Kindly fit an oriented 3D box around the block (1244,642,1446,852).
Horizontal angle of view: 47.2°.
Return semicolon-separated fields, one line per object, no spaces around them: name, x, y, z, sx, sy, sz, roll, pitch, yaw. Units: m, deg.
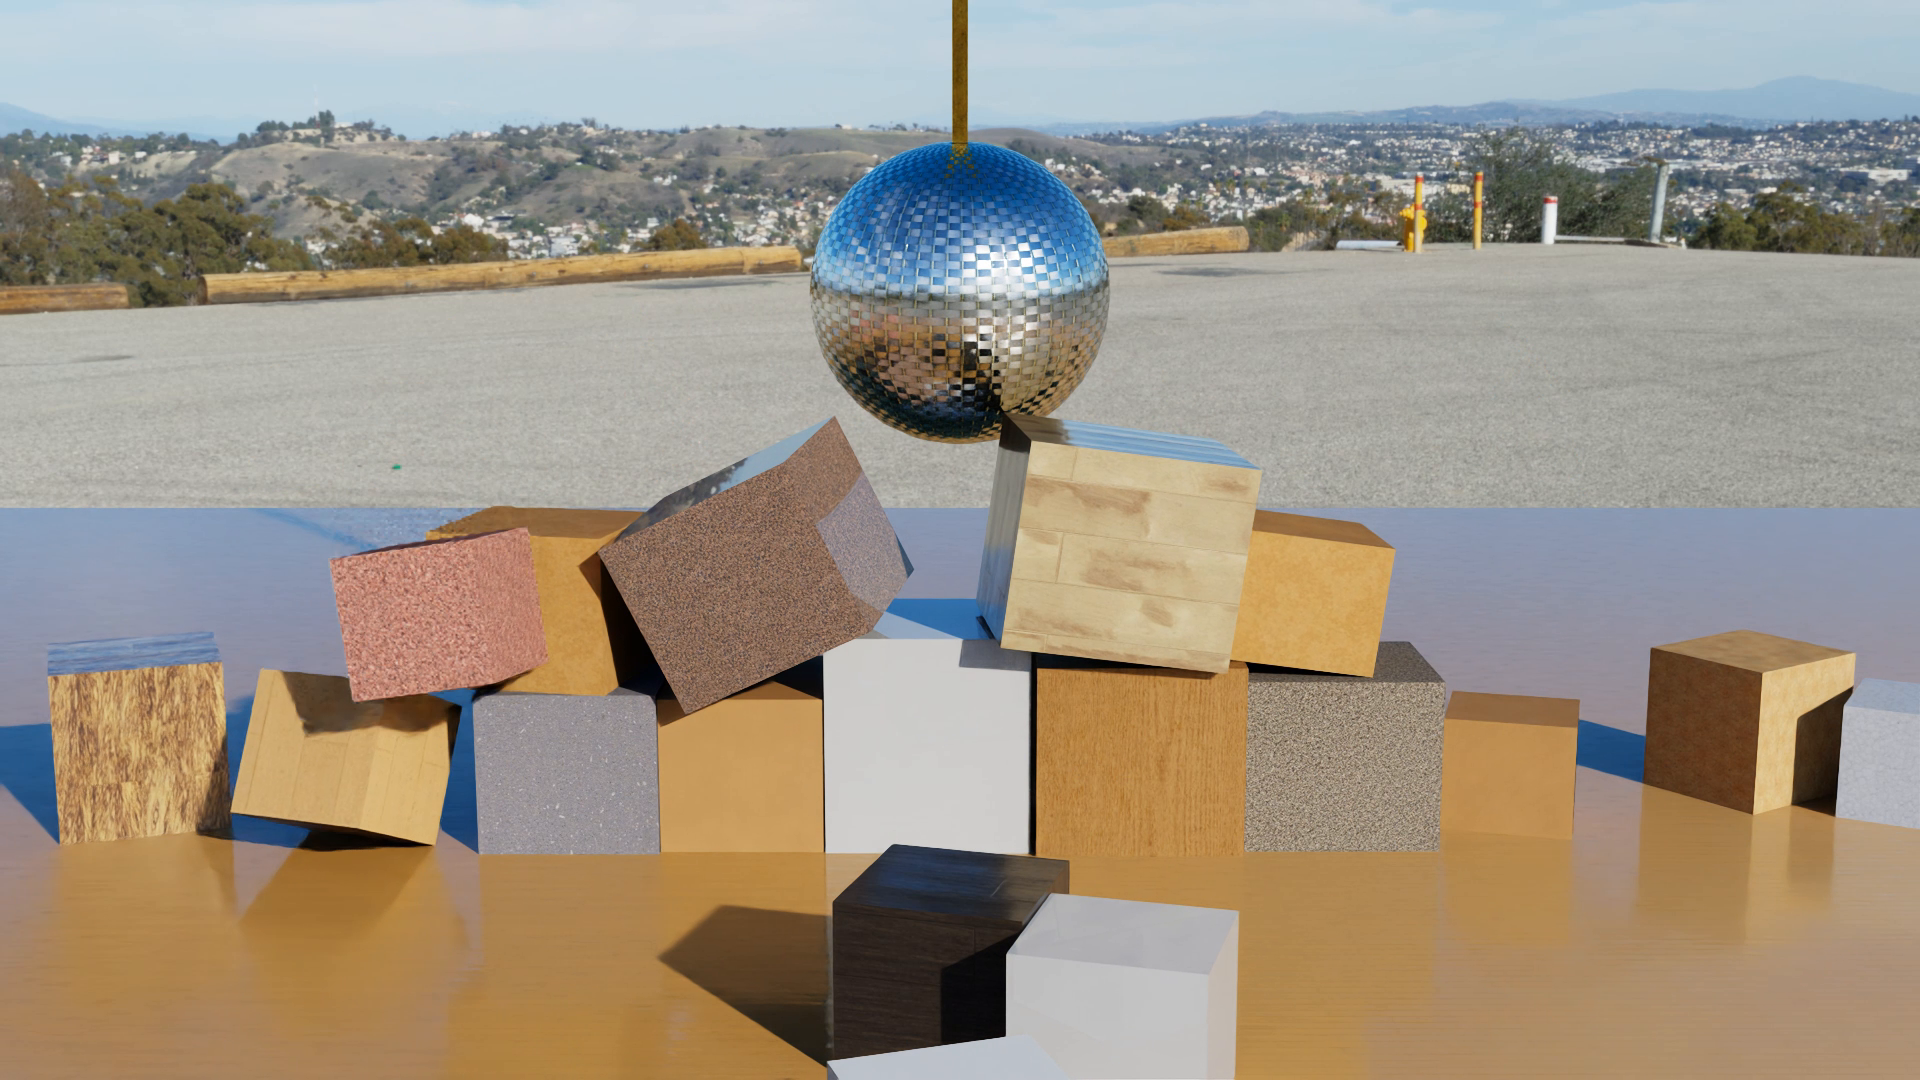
block;1.908;1.049;11.365;0.977;0.869;0.905;0;10;0

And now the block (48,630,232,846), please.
block;-4.298;1.017;11.513;0.827;0.879;0.774;-4;11;-22

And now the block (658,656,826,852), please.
block;-1.084;1.089;11.385;0.818;0.784;0.944;0;10;0

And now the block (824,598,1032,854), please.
block;-0.158;0.938;11.348;1.020;1.095;0.967;0;10;0

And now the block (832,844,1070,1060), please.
block;-0.022;1.653;8.561;0.739;0.684;0.723;3;11;16

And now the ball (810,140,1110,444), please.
ball;0.000;-1.308;11.678;1.600;1.600;1.600;0;10;0

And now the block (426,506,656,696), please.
block;-2.105;0.294;11.204;0.906;0.784;0.807;2;11;12

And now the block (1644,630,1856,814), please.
block;4.316;0.978;12.040;0.811;0.769;0.712;-7;12;-34

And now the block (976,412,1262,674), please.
block;0.759;-0.004;10.957;1.121;1.006;0.986;7;10;-8

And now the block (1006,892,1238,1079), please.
block;0.606;1.753;8.092;0.726;0.655;0.667;3;11;16

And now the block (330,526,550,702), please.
block;-2.434;0.338;10.346;0.687;0.663;0.717;-8;4;10

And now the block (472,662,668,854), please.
block;-1.944;1.077;11.364;0.900;0.815;0.985;0;10;0

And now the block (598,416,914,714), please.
block;-0.984;0.103;10.942;1.035;0.900;1.073;-24;10;15

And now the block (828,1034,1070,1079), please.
block;0.010;1.992;6.656;0.665;0.698;0.664;-3;11;-18

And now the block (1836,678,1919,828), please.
block;5.048;1.133;11.653;0.620;0.602;0.706;6;12;30

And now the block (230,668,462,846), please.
block;-3.053;1.088;10.987;0.747;0.716;0.676;4;-13;20

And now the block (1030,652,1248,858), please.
block;0.894;1.007;11.344;1.032;0.960;1.050;0;10;0

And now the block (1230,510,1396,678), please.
block;1.698;0.249;11.207;0.767;0.656;0.724;7;10;-5

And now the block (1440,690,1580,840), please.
block;2.880;1.168;11.502;0.659;0.587;0.601;3;11;16

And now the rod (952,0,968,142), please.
rod;0.000;-4.555;10.671;0.080;5.200;0.080;0;17;0
